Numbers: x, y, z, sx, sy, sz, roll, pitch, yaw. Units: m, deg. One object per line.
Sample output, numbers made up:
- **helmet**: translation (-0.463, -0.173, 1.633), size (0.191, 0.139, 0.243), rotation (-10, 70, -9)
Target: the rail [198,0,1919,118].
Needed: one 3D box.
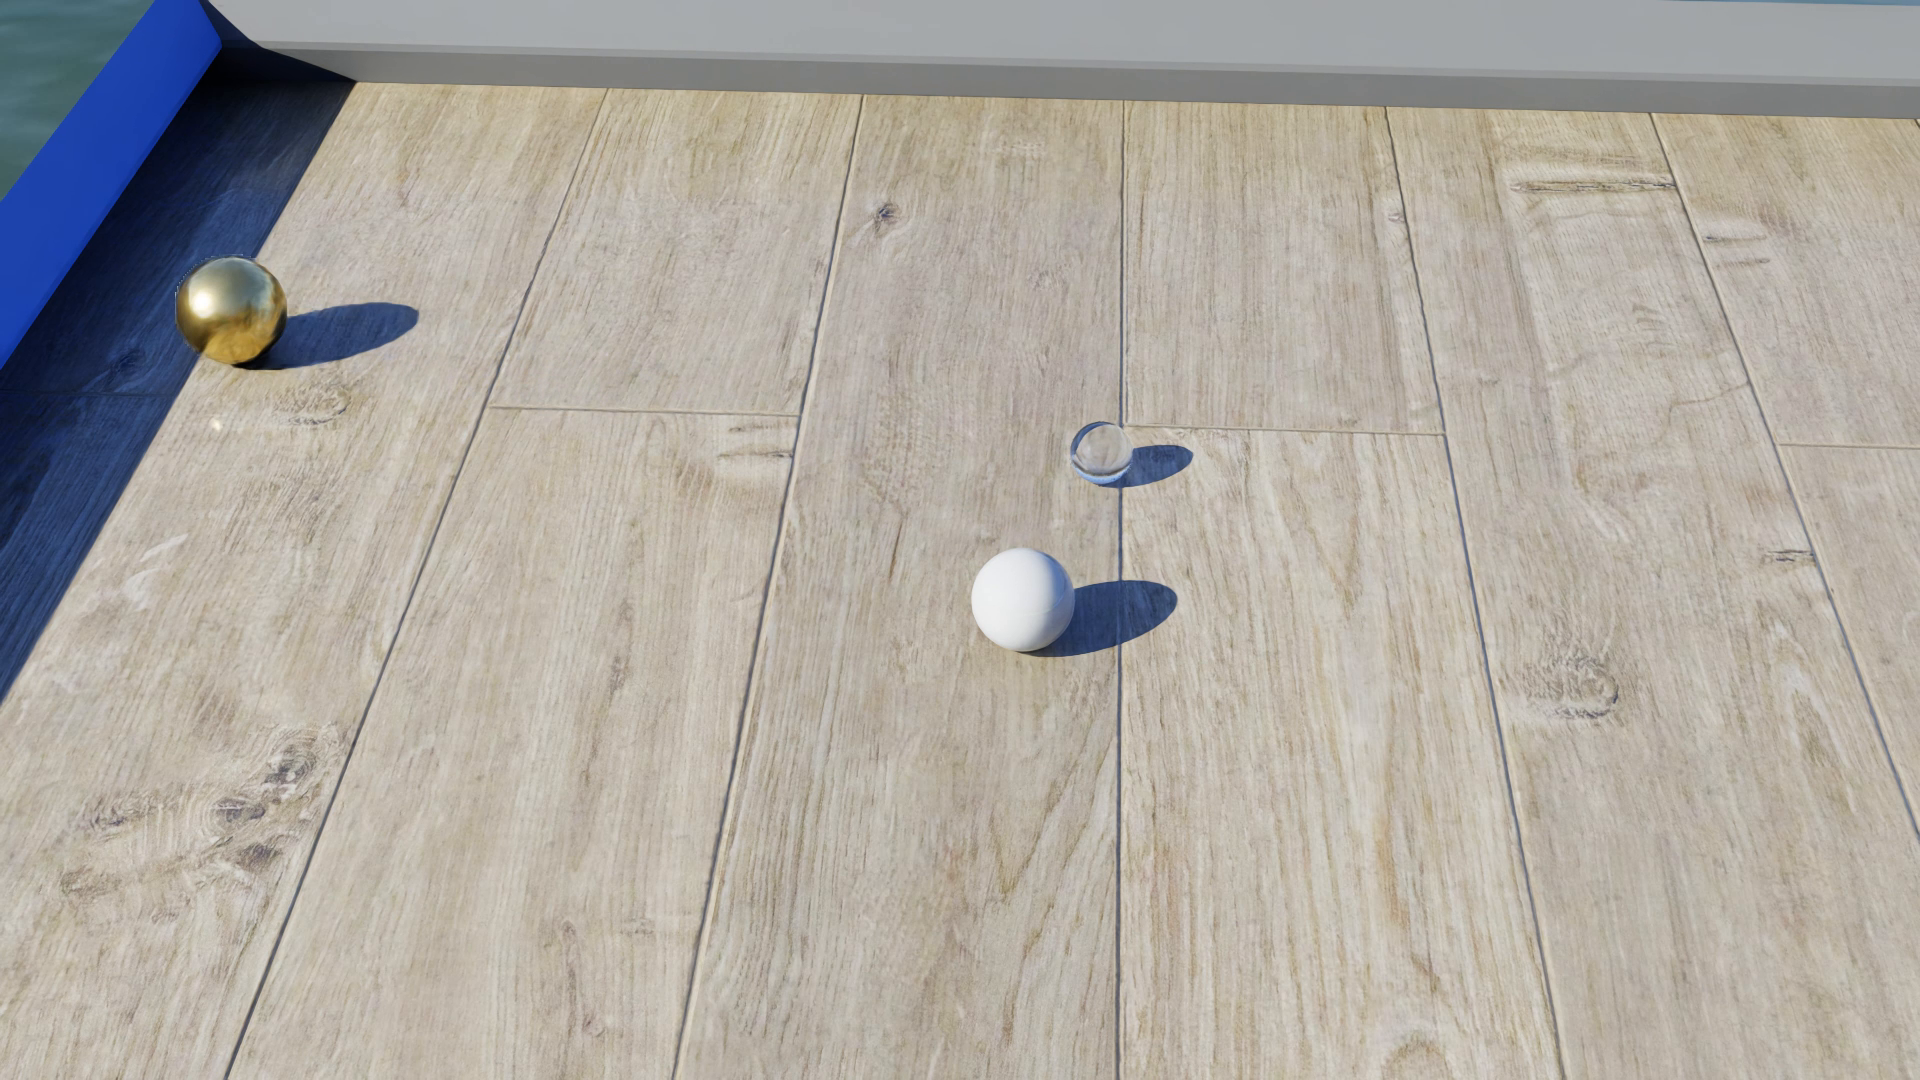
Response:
- **rail**: translation (0.829, -0.436, 2.386), size (3.154, 0.112, 0.045), rotation (2, 35, 3)

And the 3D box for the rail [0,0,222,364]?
- **rail**: translation (-0.764, -0.043, 1.830), size (0.045, 0.112, 1.580), rotation (2, 35, 3)

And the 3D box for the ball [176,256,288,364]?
- **ball**: translation (-0.583, -0.184, 2.054), size (0.086, 0.086, 0.086), rotation (0, 35, 0)

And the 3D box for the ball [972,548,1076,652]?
- **ball**: translation (0.043, 0.041, 1.749), size (0.071, 0.071, 0.071), rotation (0, 35, 0)

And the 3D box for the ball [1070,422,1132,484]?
- **ball**: translation (0.106, -0.065, 1.920), size (0.047, 0.047, 0.047), rotation (0, 35, 0)
